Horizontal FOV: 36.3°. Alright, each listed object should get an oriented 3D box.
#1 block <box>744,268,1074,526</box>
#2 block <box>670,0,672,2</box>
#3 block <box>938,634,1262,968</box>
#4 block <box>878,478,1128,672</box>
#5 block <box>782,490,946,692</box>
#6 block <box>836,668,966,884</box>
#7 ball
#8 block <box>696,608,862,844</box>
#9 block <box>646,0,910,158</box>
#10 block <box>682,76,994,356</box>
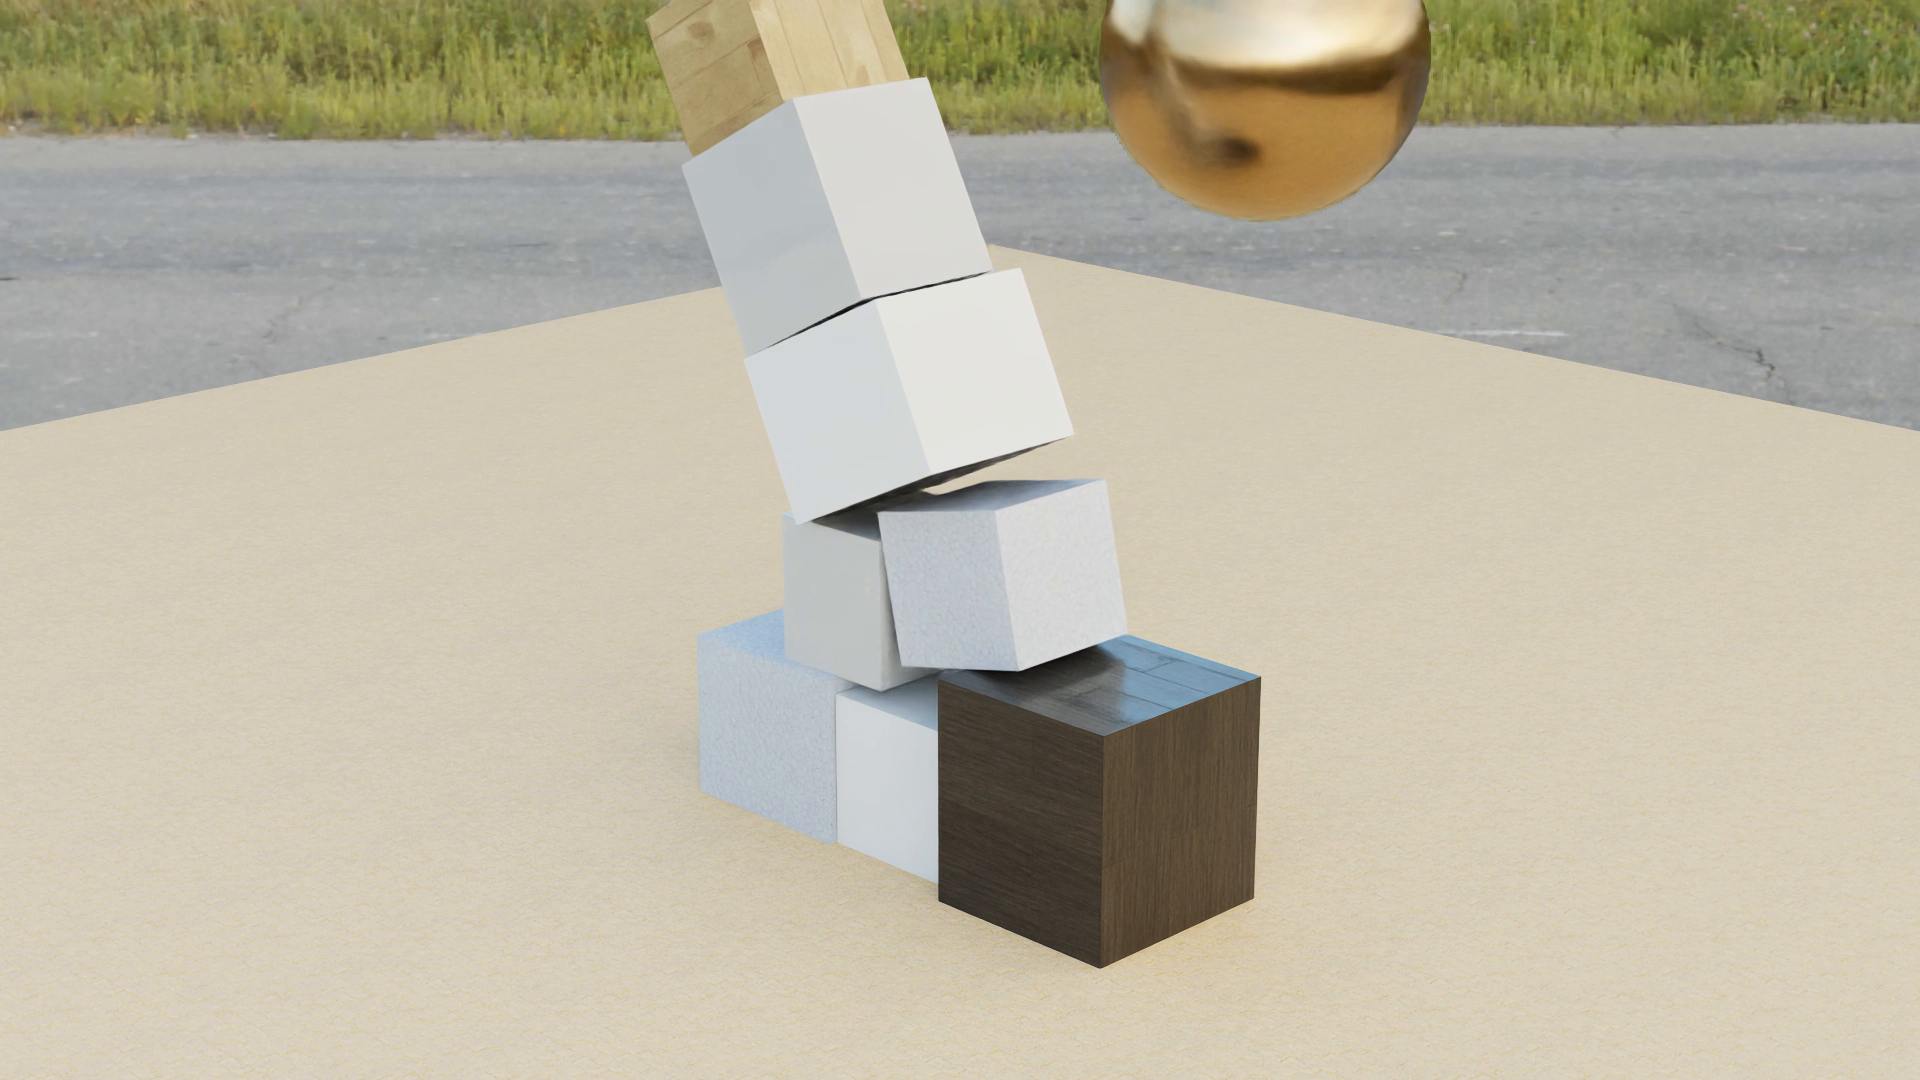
[{"bbox_3d":[-0.236,-0.655,13.416,0.922,0.802,0.972,-17,-1,-43],"label":"block"},{"bbox_3d":[-1.053,-2.818,13.450,0.550,0.543,0.500,-18,-2,-40],"label":"block"},{"bbox_3d":[0.613,1.111,13.034,1.027,1.064,0.985,-17,24,-42],"label":"block"},{"bbox_3d":[0.194,0.148,13.200,0.717,0.711,0.748,-17,12,-43],"label":"block"},{"bbox_3d":[-0.345,0.209,13.766,0.653,0.715,0.716,16,23,42],"label":"block"},{"bbox_3d":[-0.010,1.068,13.703,0.807,0.745,0.797,-17,24,-42],"label":"block"},{"bbox_3d":[1.467,-2.339,14.144,1.600,1.600,1.600,0,17,0],"label":"ball"},{"bbox_3d":[-0.631,0.851,14.279,0.937,0.814,0.881,17,24,42],"label":"block"},{"bbox_3d":[-0.835,-2.241,13.452,0.776,0.684,0.718,-18,-3,-42],"label":"block"},{"bbox_3d":[-0.563,-1.476,13.418,0.826,0.936,0.872,-17,-3,-42],"label":"block"}]
